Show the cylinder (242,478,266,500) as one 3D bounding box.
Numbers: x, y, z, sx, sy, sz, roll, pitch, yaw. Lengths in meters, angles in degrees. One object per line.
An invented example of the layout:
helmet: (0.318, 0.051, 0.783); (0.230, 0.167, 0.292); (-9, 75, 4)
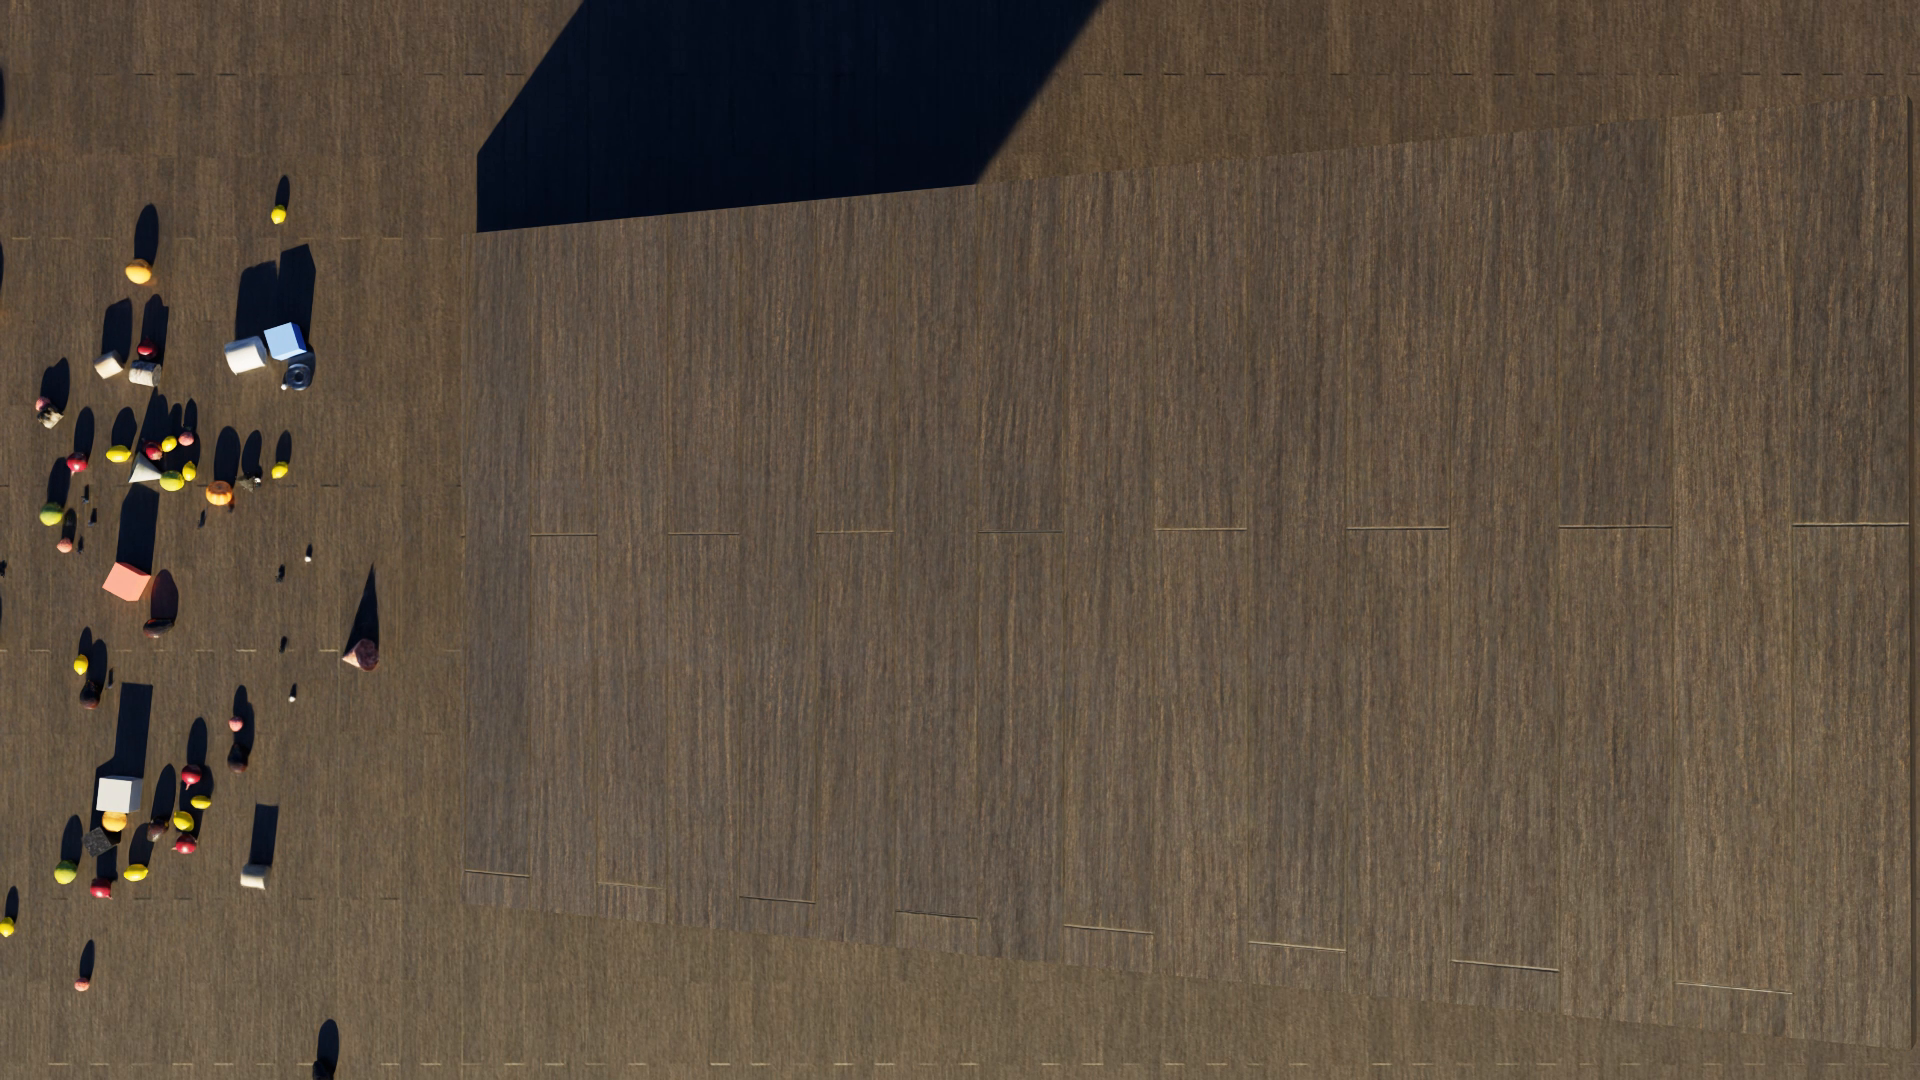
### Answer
cylinder: (-2.134, -0.154, 6.656); (0.060, 0.060, 0.060); (1, 99, 5)

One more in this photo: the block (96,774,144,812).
block: (-2.524, 0.763, 6.608); (0.095, 0.095, 0.095); (6, 89, 0)

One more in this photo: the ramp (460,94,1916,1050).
ramp: (0.271, 0.075, 5.631); (4.000, 0.100, 2.000); (0, 89, 30)

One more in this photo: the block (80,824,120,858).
block: (-2.588, 0.905, 6.620); (0.069, 0.069, 0.069); (-32, 90, 0)

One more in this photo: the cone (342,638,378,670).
cone: (-1.828, 0.352, 6.637); (0.099, 0.099, 0.099); (-11, 89, 27)

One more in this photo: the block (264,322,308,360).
block: (-2.032, -0.598, 6.627); (0.084, 0.084, 0.084); (-18, 89, 0)

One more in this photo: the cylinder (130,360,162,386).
cylinder: (-2.457, -0.504, 6.633); (0.070, 0.070, 0.070); (11, 89, 0)

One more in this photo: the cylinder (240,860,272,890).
cylinder: (-2.119, 1.009, 6.619); (0.069, 0.069, 0.069); (17, 89, 17)

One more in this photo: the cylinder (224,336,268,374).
cylinder: (-2.150, -0.558, 6.622); (0.092, 0.092, 0.092); (-16, 89, 0)

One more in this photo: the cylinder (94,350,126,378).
cylinder: (-2.567, -0.530, 6.636); (0.065, 0.065, 0.065); (-25, 89, 0)

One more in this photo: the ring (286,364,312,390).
ring: (-2.000, -0.493, 6.654); (0.084, 0.028, 0.084); (0, 90, -1)

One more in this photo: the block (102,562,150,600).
block: (-2.508, 0.125, 6.620); (0.085, 0.085, 0.085); (28, 90, 0)
